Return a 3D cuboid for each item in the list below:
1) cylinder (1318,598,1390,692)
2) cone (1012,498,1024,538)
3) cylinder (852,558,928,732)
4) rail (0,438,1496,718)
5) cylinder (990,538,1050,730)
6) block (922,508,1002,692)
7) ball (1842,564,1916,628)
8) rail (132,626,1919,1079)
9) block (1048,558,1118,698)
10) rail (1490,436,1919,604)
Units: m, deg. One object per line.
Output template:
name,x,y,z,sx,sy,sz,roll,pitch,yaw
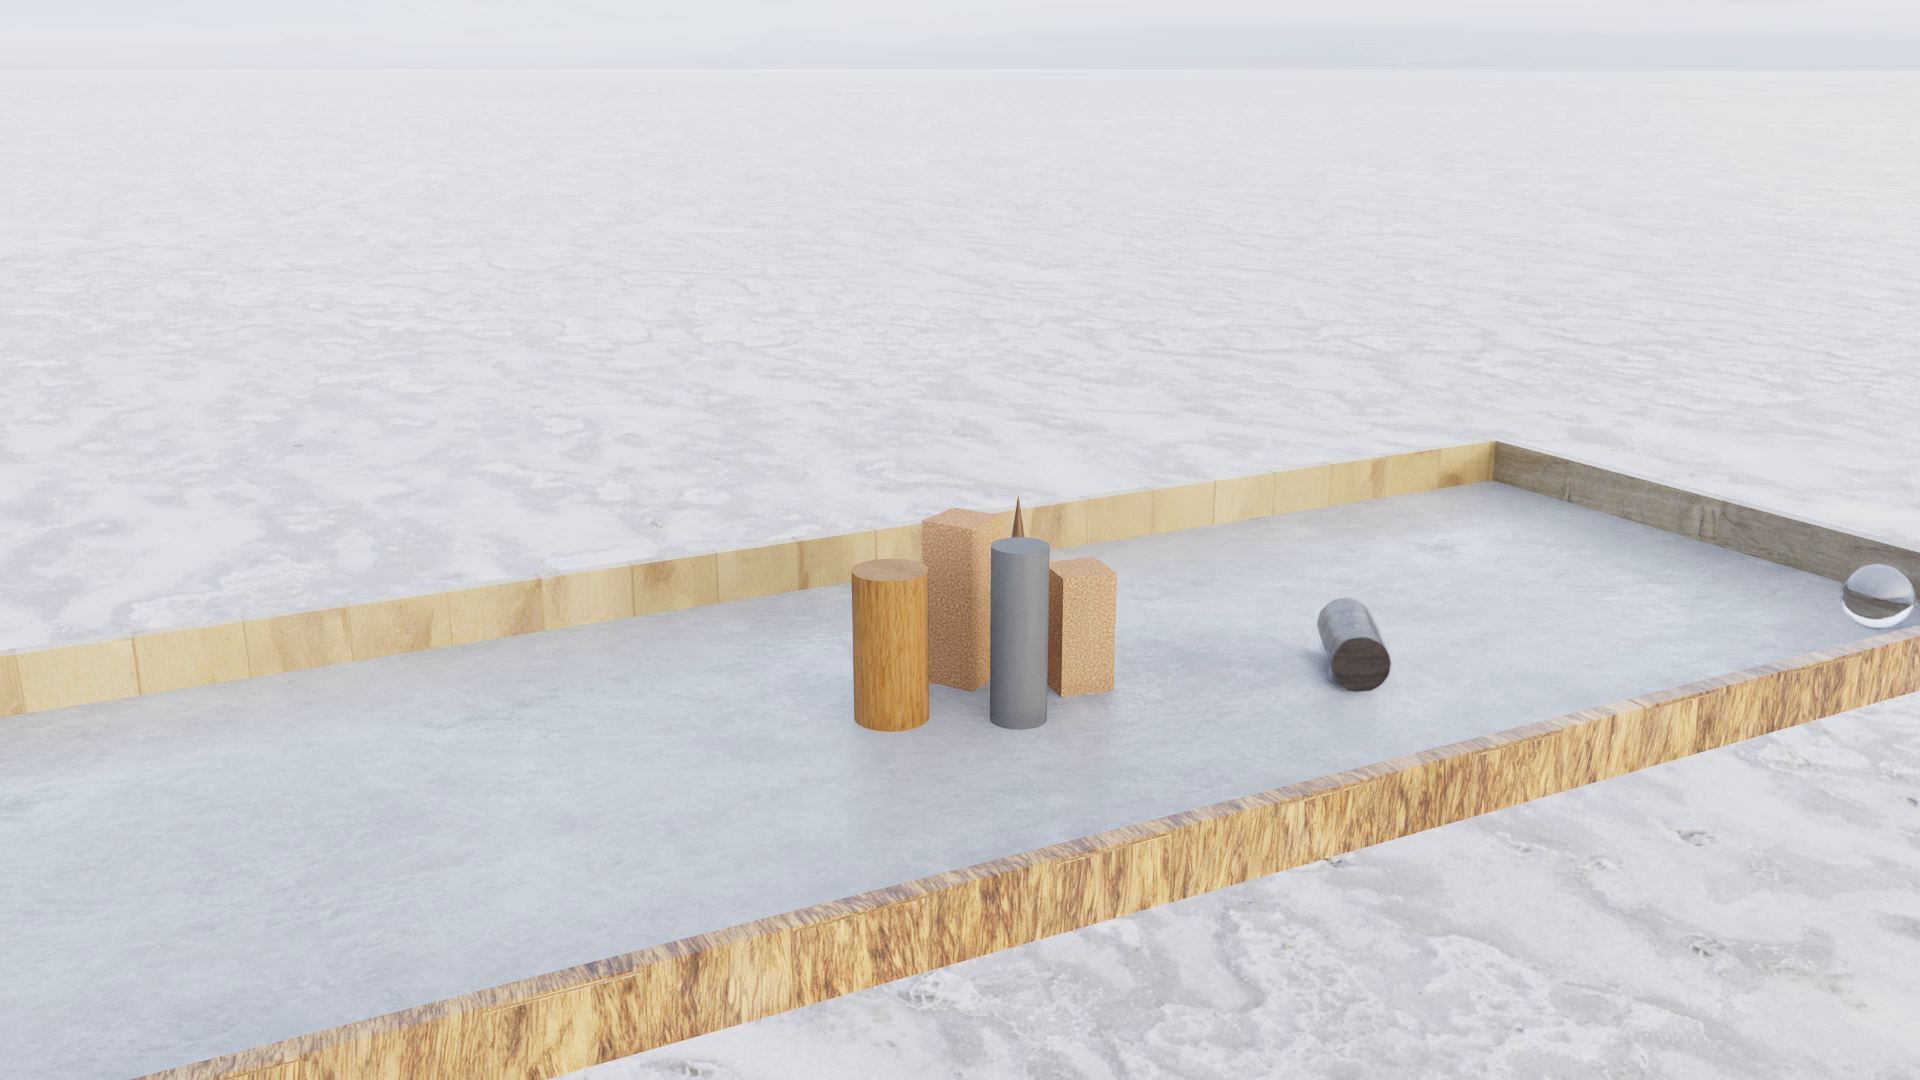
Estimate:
cylinder,1.001,0.264,4.207,0.141,0.141,0.314,1,16,5
cone,0.152,0.079,4.345,0.126,0.417,0.126,0,16,0
cylinder,-0.162,0.245,3.871,0.178,0.367,0.178,0,16,0
rail,-3.305,0.497,3.399,12.000,0.150,0.050,-9,18,-27
cylinder,0.139,0.218,3.852,0.136,0.429,0.136,0,16,0
block,0.006,0.147,4.112,0.144,0.419,0.144,10,19,31
ball,2.515,0.154,4.518,0.176,0.176,0.176,0,16,0
rail,-2.336,1.006,1.665,12.000,0.150,0.050,-9,18,-27
block,0.291,0.214,4.085,0.140,0.305,0.140,-6,17,-18
rail,2.466,-0.048,5.253,0.050,0.150,2.100,-9,18,-27
